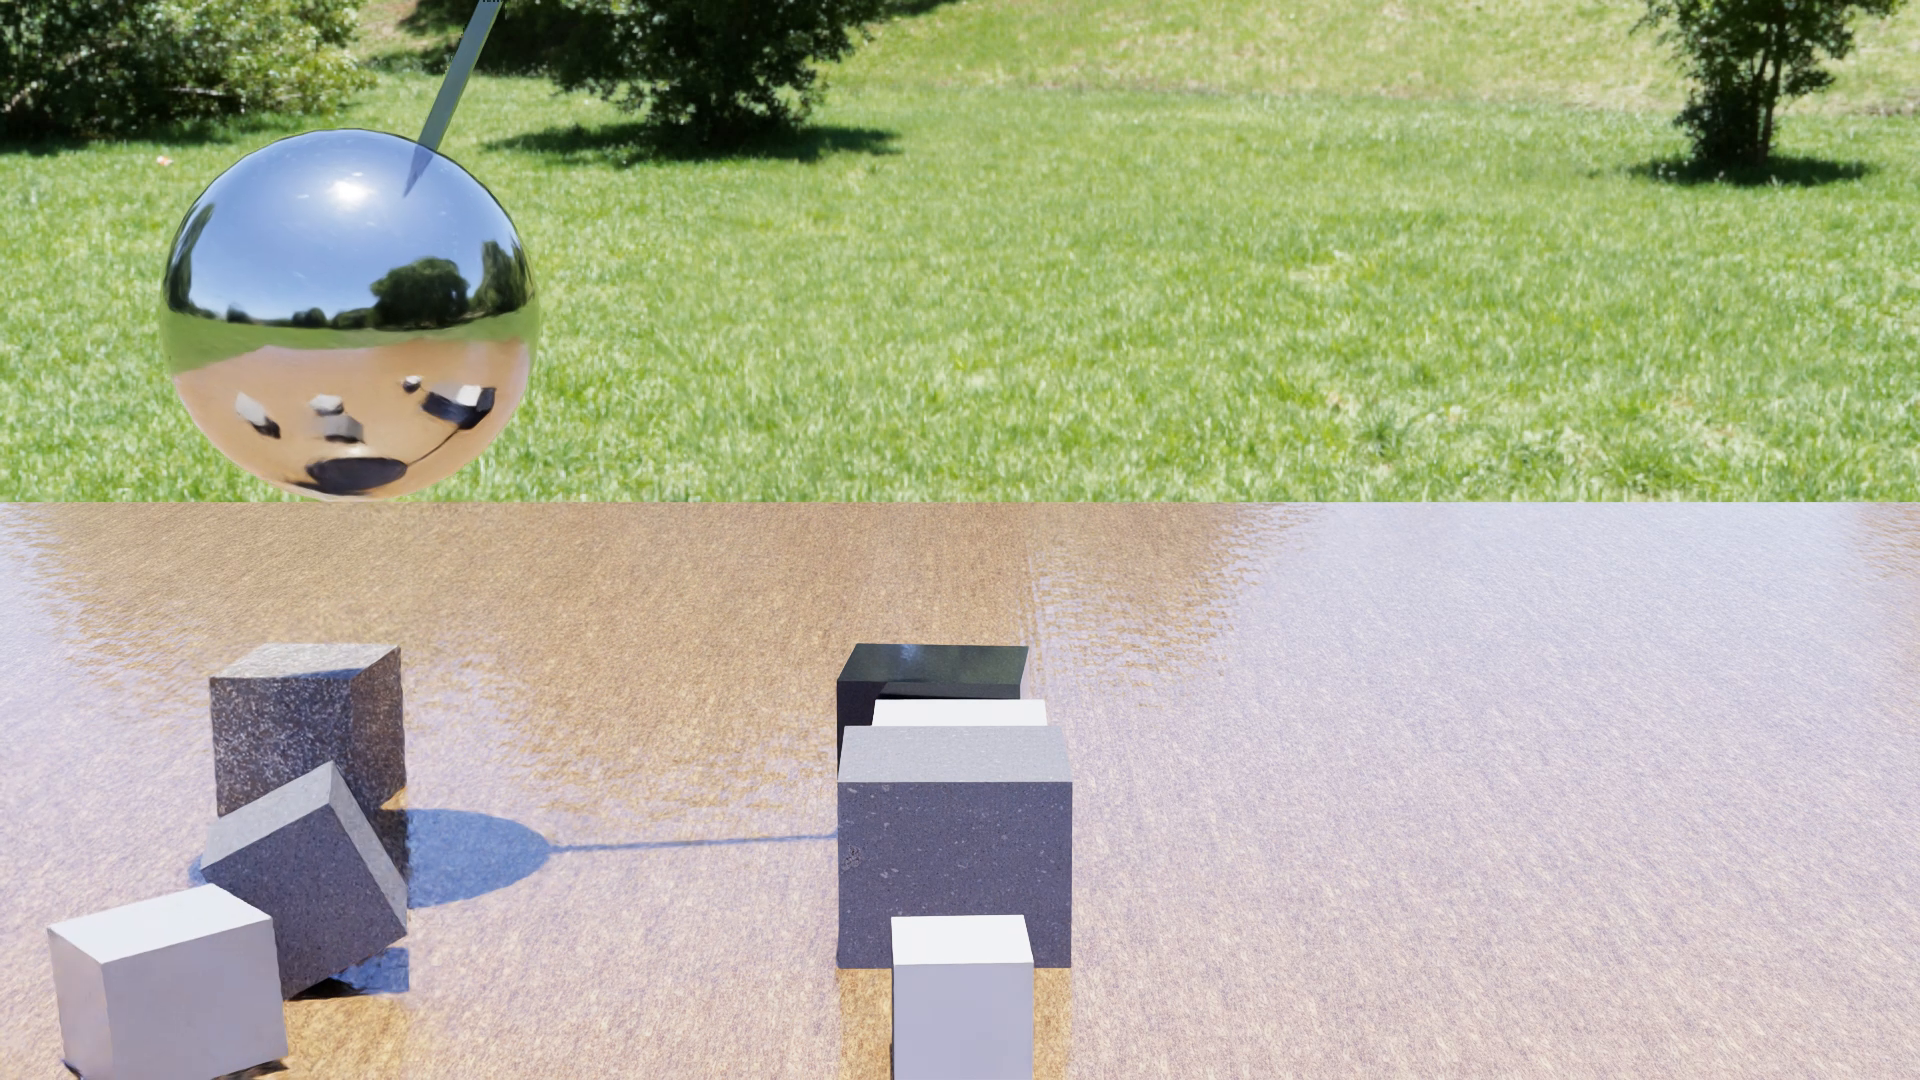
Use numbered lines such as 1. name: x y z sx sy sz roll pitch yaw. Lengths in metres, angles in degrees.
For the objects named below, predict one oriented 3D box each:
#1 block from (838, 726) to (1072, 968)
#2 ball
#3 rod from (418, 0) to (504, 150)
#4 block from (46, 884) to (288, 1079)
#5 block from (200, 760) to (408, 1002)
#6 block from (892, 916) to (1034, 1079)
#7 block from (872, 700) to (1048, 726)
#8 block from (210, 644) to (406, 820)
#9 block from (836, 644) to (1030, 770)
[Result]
1. block: -0.024 1.247 10.563 0.923 0.767 0.881 0 10 -1
2. ball: -2.606 -0.960 11.006 1.600 1.600 1.600 0 10 0
3. rod: -1.129 -3.973 10.458 0.080 5.200 0.080 25 9 -4
4. block: -2.823 1.606 9.144 0.613 0.517 0.555 -12 14 -36
5. block: -2.550 1.323 10.018 0.540 0.615 0.539 -28 17 -5
6. block: 0.002 1.652 9.099 0.480 0.495 0.501 0 10 -3
7. block: -0.001 1.138 11.429 0.773 0.672 0.832 0 10 0
8. block: -3.149 0.931 12.446 0.684 0.709 0.737 0 10 6
9. block: -0.115 0.950 12.261 0.850 0.743 0.799 1 10 4
